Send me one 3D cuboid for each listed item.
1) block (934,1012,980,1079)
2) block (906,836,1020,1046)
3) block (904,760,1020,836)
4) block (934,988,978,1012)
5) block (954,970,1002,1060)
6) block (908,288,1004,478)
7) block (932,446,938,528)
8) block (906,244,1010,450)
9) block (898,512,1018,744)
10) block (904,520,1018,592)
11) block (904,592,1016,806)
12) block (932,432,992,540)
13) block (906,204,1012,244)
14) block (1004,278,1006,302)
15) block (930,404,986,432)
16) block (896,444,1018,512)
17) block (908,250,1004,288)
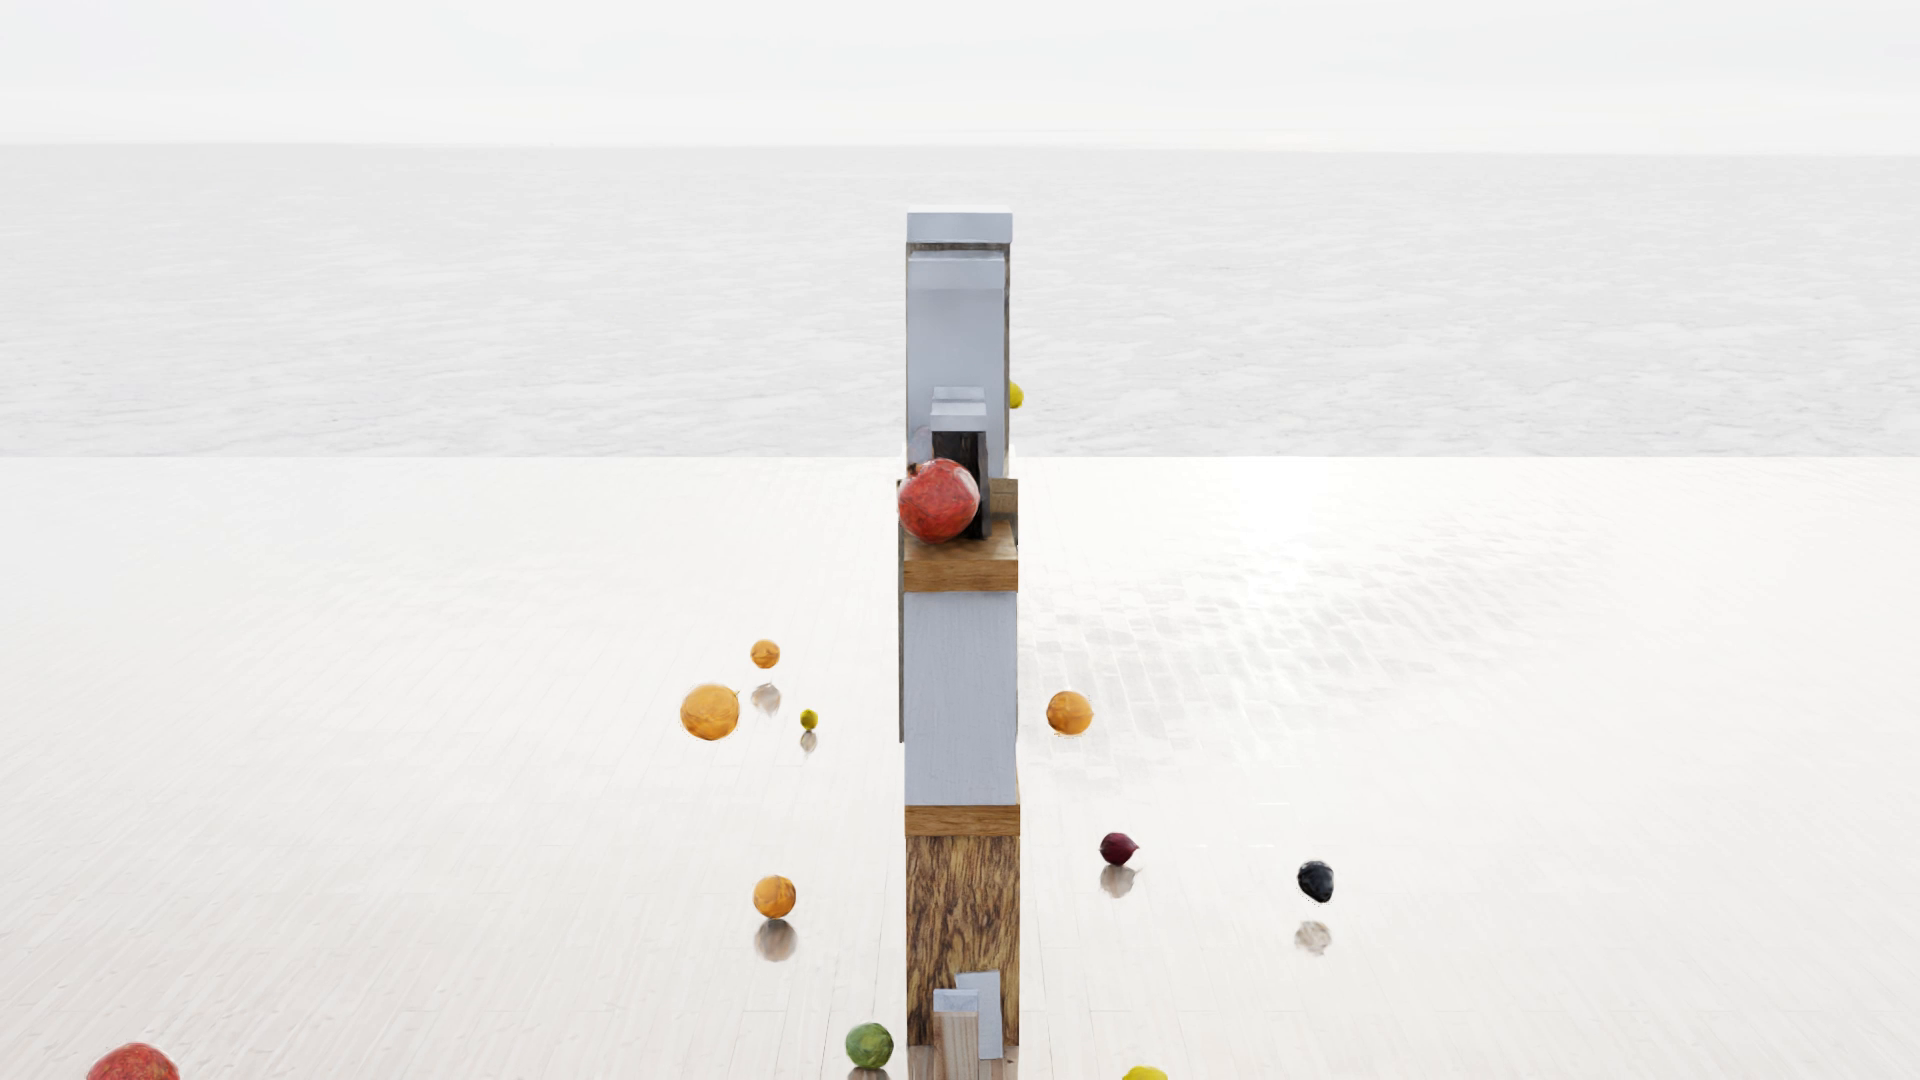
[{"bbox_3d":[-0.005,0.677,2.880,0.059,0.118,0.017,0,11,0],"label":"block"},{"bbox_3d":[0.004,0.545,3.052,0.157,0.314,0.044,0,11,0],"label":"block"},{"bbox_3d":[0.004,0.349,3.122,0.157,0.044,0.314,0,11,0],"label":"block"},{"bbox_3d":[-0.006,0.662,2.956,0.059,0.118,0.017,1,13,4],"label":"block"},{"bbox_3d":[0.026,0.651,3.014,0.059,0.118,0.017,-2,0,-13],"label":"block"},{"bbox_3d":[-0.006,-0.227,3.151,0.136,0.272,0.039,0,10,0],"label":"block"},{"bbox_3d":[-0.001,-0.093,3.098,0.075,0.150,0.021,0,12,-1],"label":"block"},{"bbox_3d":[-0.003,-0.303,3.424,0.161,0.322,0.046,0,11,0],"label":"block"},{"bbox_3d":[-0.003,0.123,3.252,0.176,0.353,0.050,0,10,0],"label":"block"},{"bbox_3d":[-0.001,0.020,3.021,0.149,0.042,0.299,0,11,-1],"label":"block"},{"bbox_3d":[0.000,0.206,2.952,0.149,0.299,0.042,0,9,0],"label":"block"},{"bbox_3d":[0.003,-0.079,3.015,0.075,0.150,0.021,8,20,34],"label":"block"},{"bbox_3d":[-0.001,-0.504,3.497,0.161,0.046,0.322,0,11,0],"label":"block"},{"bbox_3d":[-0.001,-0.259,3.327,0.136,0.272,0.039,0,10,-2],"label":"block"},{"bbox_3d":[-0.002,-0.169,3.031,0.075,0.021,0.150,0,10,0],"label":"block"},{"bbox_3d":[-0.003,-0.096,3.331,0.176,0.050,0.353,0,11,0],"label":"block"},{"bbox_3d":[-0.004,-0.396,3.213,0.136,0.039,0.272,0,10,0],"label":"block"}]
